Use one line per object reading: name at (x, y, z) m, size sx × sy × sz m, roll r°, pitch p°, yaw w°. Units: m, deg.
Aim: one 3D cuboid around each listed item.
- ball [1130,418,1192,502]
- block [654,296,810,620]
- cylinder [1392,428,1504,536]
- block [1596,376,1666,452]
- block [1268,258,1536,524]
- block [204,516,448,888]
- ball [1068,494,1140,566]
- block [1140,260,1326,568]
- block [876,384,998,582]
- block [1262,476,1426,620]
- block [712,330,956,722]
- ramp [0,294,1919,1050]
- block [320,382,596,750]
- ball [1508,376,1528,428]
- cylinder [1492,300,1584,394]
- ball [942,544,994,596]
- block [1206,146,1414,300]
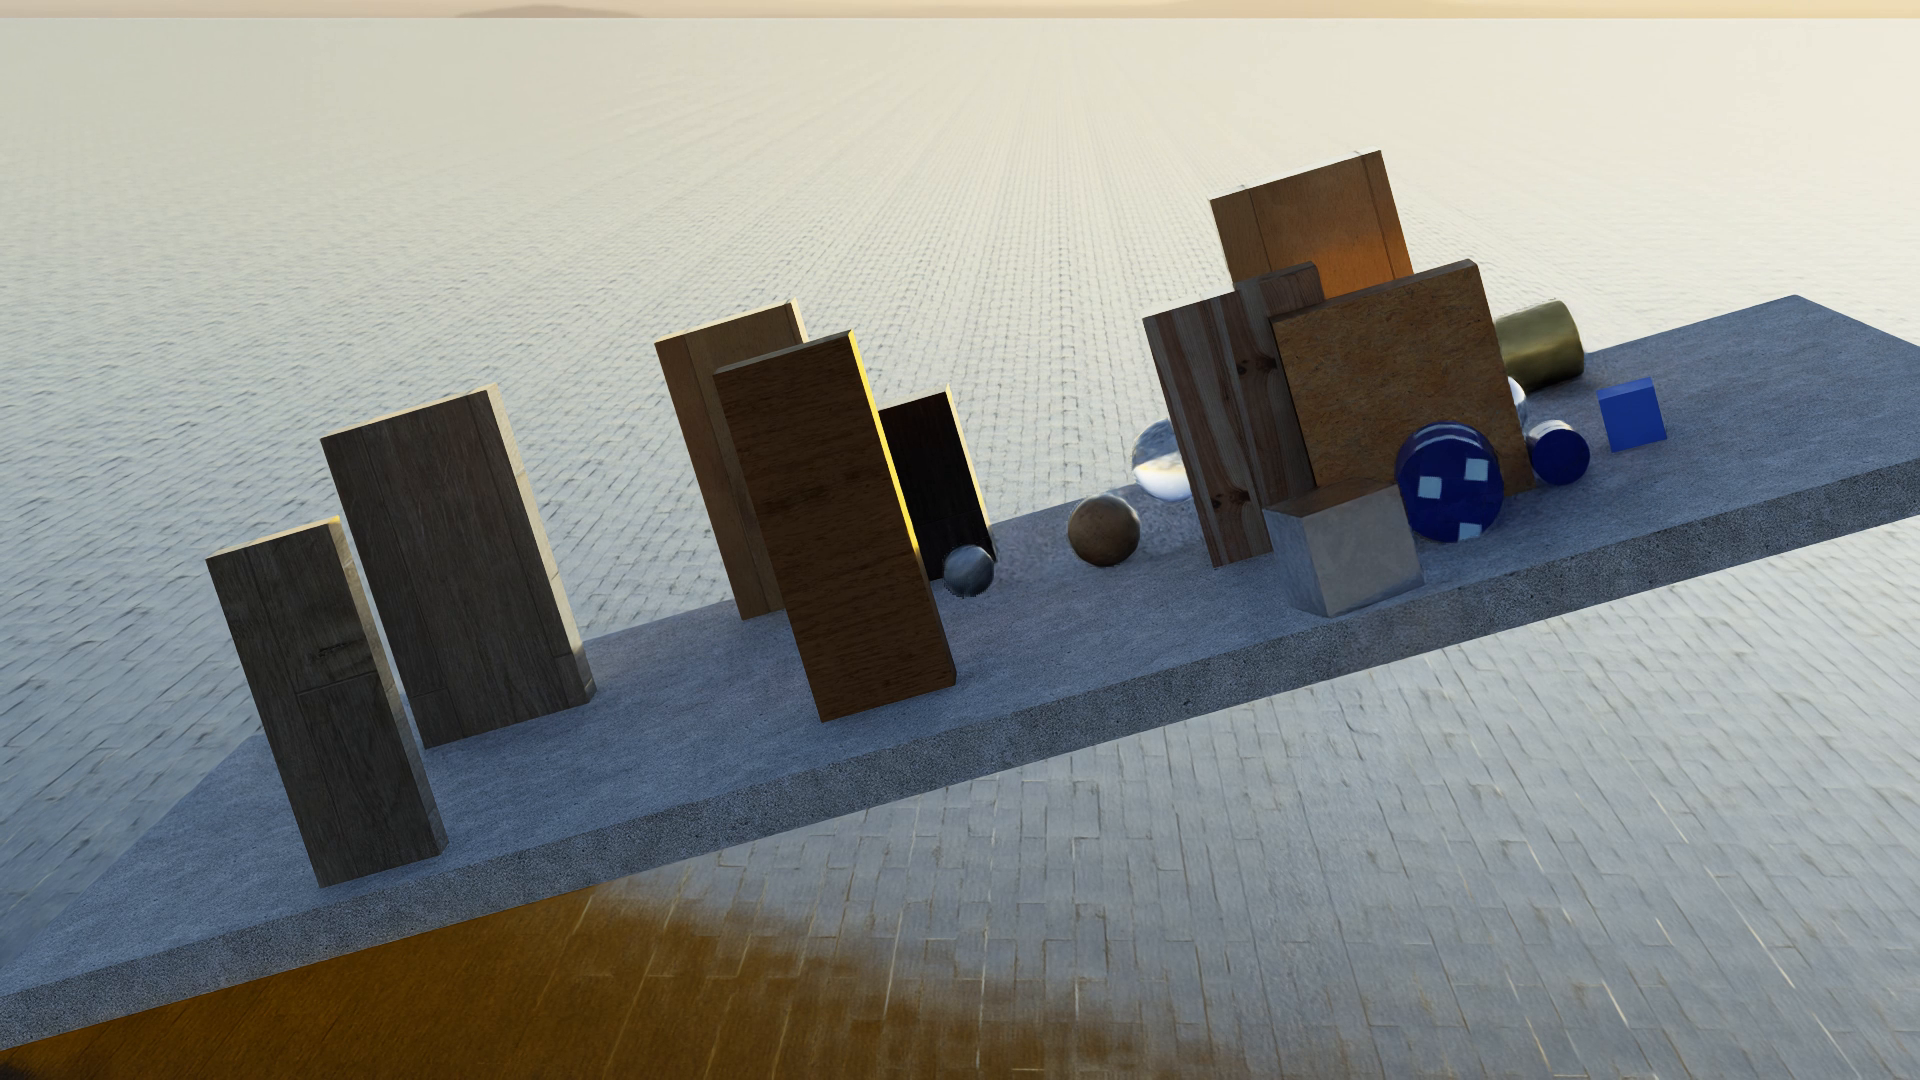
ball at (0.496, -0.186, 6.828) m, size 0.198 × 0.198 × 0.198 m, roll 0°, pitch 11°, yaw 0°
block at (-0.455, -0.192, 7.000) m, size 0.337 × 0.694 × 0.123 m, roll -16°, pitch 10°, yaw 5°
cylinder at (0.943, -0.114, 5.675) m, size 0.201 × 0.201 × 0.201 m, roll 3°, pitch 4°, yaw 14°
block at (1.371, -0.256, 6.007) m, size 0.112 × 0.112 × 0.112 m, roll -15°, pitch 10°, yaw 13°
block at (0.885, -0.277, 5.901) m, size 0.418 × 0.465 × 0.129 m, roll -16°, pitch 10°, yaw 5°
block at (-1.191, 0.307, 5.554) m, size 0.242 × 0.664 × 0.084 m, roll -16°, pitch 10°, yaw 5°
ball at (0.311, -0.021, 6.346) m, size 0.157 × 0.157 × 0.157 m, roll 0°, pitch 11°, yaw 0°
block at (0.620, -0.258, 6.032) m, size 0.366 × 0.536 × 0.141 m, roll -16°, pitch 10°, yaw 5°
block at (-0.103, -0.120, 6.829) m, size 0.274 × 0.415 × 0.143 m, roll -16°, pitch 10°, yaw 5°
block at (0.702, 0.012, 5.398) m, size 0.195 × 0.195 × 0.195 m, roll -19°, pitch 10°, yaw -13°
block at (-0.238, -0.026, 5.679) m, size 0.271 × 0.707 × 0.106 m, roll -16°, pitch 10°, yaw 5°
ramp at (0.091, 0.187, 6.319) m, size 4.000 × 0.100 × 2.000 m, roll -16°, pitch 10°, yaw 5°
block at (-1.119, 0.059, 6.592) m, size 0.390 × 0.737 × 0.120 m, roll -16°, pitch 10°, yaw 5°
ball at (1.147, -0.283, 6.376) m, size 0.165 × 0.165 × 0.165 m, roll 0°, pitch 11°, yaw 0°
cylinder at (1.336, -0.446, 6.890) m, size 0.189 × 0.189 × 0.189 m, roll -18°, pitch 13°, yaw -4°
ball at (0.020, 0.067, 6.472) m, size 0.114 × 0.114 × 0.114 m, roll 0°, pitch 11°, yaw 0°
block at (0.814, -0.466, 6.398) m, size 0.377 × 0.691 × 0.144 m, roll -16°, pitch 10°, yaw 5°
